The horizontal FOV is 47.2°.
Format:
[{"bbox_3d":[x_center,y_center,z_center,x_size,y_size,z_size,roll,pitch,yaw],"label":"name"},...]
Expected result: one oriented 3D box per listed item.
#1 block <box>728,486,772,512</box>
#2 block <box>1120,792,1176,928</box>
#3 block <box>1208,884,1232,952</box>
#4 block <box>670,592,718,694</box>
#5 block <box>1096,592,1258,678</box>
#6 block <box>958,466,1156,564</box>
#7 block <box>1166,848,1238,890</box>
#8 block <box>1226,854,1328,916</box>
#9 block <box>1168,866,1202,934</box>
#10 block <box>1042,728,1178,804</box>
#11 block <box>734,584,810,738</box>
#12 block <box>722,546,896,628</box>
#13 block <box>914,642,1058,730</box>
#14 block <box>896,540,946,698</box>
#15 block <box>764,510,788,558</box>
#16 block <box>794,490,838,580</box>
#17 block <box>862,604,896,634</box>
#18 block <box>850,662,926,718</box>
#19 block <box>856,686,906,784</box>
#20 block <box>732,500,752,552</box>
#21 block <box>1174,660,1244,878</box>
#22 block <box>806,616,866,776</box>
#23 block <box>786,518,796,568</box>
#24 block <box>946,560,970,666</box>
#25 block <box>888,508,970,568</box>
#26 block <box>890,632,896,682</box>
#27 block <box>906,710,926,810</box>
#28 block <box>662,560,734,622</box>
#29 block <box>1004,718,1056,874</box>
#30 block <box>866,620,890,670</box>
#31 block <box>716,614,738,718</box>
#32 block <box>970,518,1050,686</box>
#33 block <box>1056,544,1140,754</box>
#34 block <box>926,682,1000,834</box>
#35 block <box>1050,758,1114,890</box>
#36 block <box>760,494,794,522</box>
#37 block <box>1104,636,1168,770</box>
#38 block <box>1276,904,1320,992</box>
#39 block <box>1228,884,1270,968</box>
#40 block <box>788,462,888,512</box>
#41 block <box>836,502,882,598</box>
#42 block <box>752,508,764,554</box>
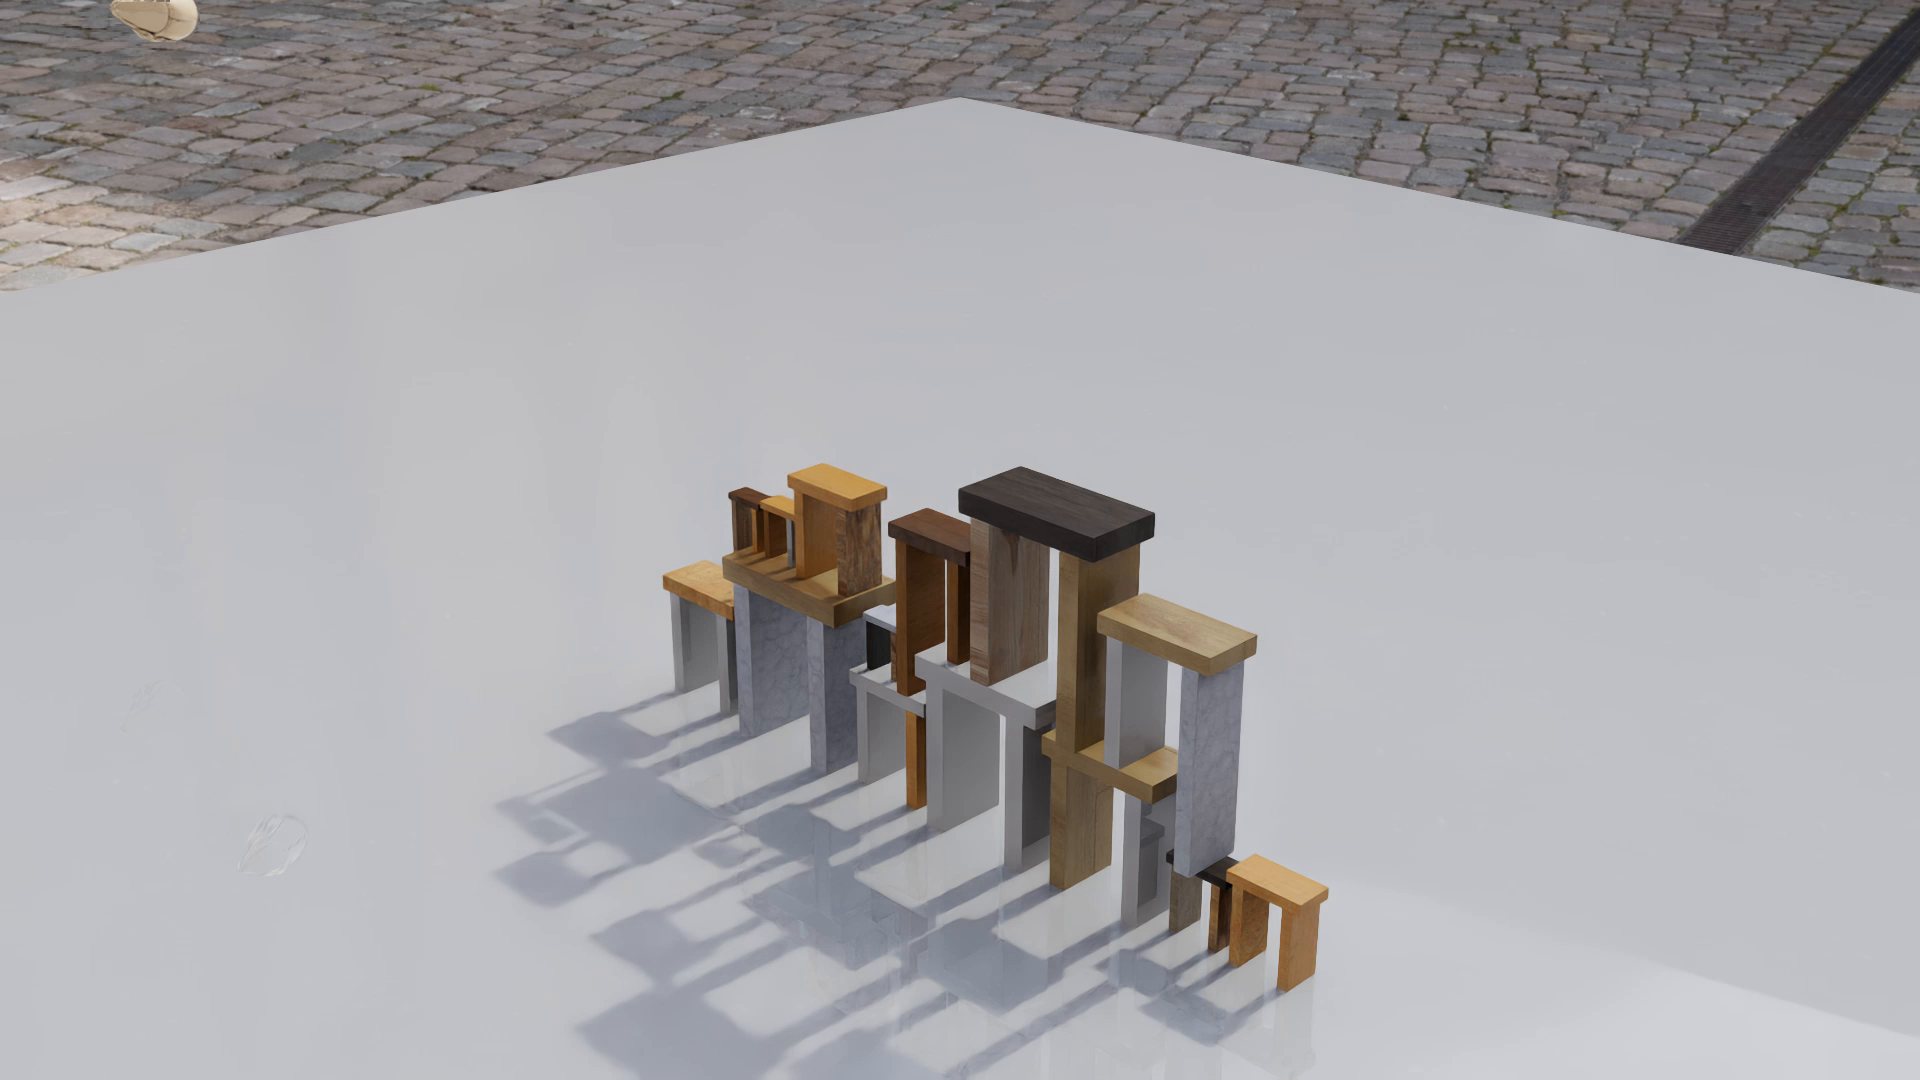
[{"bbox_3d":[-0.441,-0.088,4.665,0.050,0.014,0.100,-21,31,-40],"label":"block"},{"bbox_3d":[0.361,0.569,4.072,0.039,0.272,0.136,21,31,41],"label":"block"},{"bbox_3d":[0.483,0.674,3.994,0.020,0.139,0.069,21,31,41],"label":"block"},{"bbox_3d":[-0.588,0.214,4.949,0.034,0.241,0.121,21,31,41],"label":"block"},{"bbox_3d":[0.381,0.165,3.873,0.257,0.036,0.129,21,31,41],"label":"block"},{"bbox_3d":[0.174,-0.050,4.019,0.334,0.047,0.167,21,31,41],"label":"block"},{"bbox_3d":[0.450,0.589,3.993,0.139,0.020,0.069,21,31,41],"label":"block"},{"bbox_3d":[0.560,0.608,3.881,0.163,0.023,0.081,21,31,41],"label":"block"},{"bbox_3d":[0.417,0.649,4.054,0.020,0.139,0.069,21,31,41],"label":"block"},{"bbox_3d":[0.297,0.401,4.070,0.136,0.039,0.272,-21,31,-41],"label":"block"},{"bbox_3d":[-0.400,0.235,4.756,0.050,0.352,0.176,21,31,41],"label":"block"},{"bbox_3d":[-0.317,0.083,4.602,0.352,0.050,0.176,21,31,41],"label":"block"},{"bbox_3d":[0.083,0.267,4.246,0.323,0.046,0.162,21,31,41],"label":"block"},{"bbox_3d":[-0.078,0.141,4.364,0.030,0.334,0.107,21,31,41],"label":"block"},{"bbox_3d":[-0.387,-0.020,4.639,0.015,0.109,0.054,22,31,40],"label":"block"},{"bbox_3d":[-0.295,-0.024,4.540,0.027,0.194,0.097,22,31,40],"label":"block"},{"bbox_3d":[-0.140,0.161,4.449,0.054,0.015,0.108,-21,31,-41],"label":"block"},{"bbox_3d":[-0.111,0.294,4.470,0.218,0.031,0.109,21,31,41],"label":"block"},{"bbox_3d":[-0.162,0.389,4.565,0.031,0.218,0.109,21,31,41],"label":"block"},{"bbox_3d":[-0.464,0.014,4.734,0.050,0.226,0.014,-21,31,-41],"label":"block"},{"bbox_3d":[0.442,0.393,3.904,0.129,0.409,0.036,-21,31,-41],"label":"block"},{"bbox_3d":[-0.234,0.300,4.604,0.050,0.352,0.176,21,31,41],"label":"block"},{"bbox_3d":[-0.335,0.000,4.592,0.015,0.109,0.054,22,31,40],"label":"block"},{"bbox_3d":[0.023,0.125,4.248,0.030,0.213,0.107,21,31,41],"label":"block"},{"bbox_3d":[-0.027,-0.006,4.247,0.107,0.030,0.213,-21,31,-41],"label":"block"},{"bbox_3d":[-0.115,0.227,4.450,0.015,0.108,0.054,21,31,41],"label":"block"},{"bbox_3d":[-0.060,0.429,4.471,0.031,0.218,0.109,21,31,41],"label":"block"},{"bbox_3d":[-0.532,0.109,4.843,0.241,0.034,0.121,21,31,41],"label":"block"},{"bbox_3d":[0.159,0.467,4.248,0.046,0.323,0.162,21,31,41],"label":"block"},{"bbox_3d":[-0.166,0.208,4.497,0.054,0.108,0.015,-21,31,-41],"label":"block"},{"bbox_3d":[-0.475,0.258,4.844,0.034,0.241,0.121,21,31,41],"label":"block"},{"bbox_3d":[0.095,0.095,4.166,0.047,0.334,0.167,21,31,41],"label":"block"},{"bbox_3d":[0.253,0.183,4.032,0.047,0.392,0.167,21,31,41],"label":"block"},{"bbox_3d":[0.007,0.407,4.388,0.046,0.323,0.162,21,31,41],"label":"block"},{"bbox_3d":[0.233,0.519,4.190,0.039,0.272,0.136,21,31,41],"label":"block"},{"bbox_3d":[-0.361,-0.067,4.591,0.109,0.015,0.054,21,31,40],"label":"block"},{"bbox_3d":[0.320,0.276,3.986,0.129,0.257,0.036,-21,31,-41],"label":"block"},{"bbox_3d":[0.598,0.709,3.882,0.023,0.163,0.081,21,31,41],"label":"block"},{"bbox_3d":[0.521,0.679,3.953,0.023,0.163,0.081,21,31,41],"label":"block"},{"bbox_3d":[-0.249,-0.108,4.454,0.194,0.027,0.097,21,31,41],"label":"block"},{"bbox_3d":[-0.204,0.012,4.456,0.097,0.194,0.027,-22,31,-40],"label":"block"},{"bbox_3d":[-0.417,-0.026,4.665,0.014,0.100,0.050,21,31,41],"label":"block"}]
